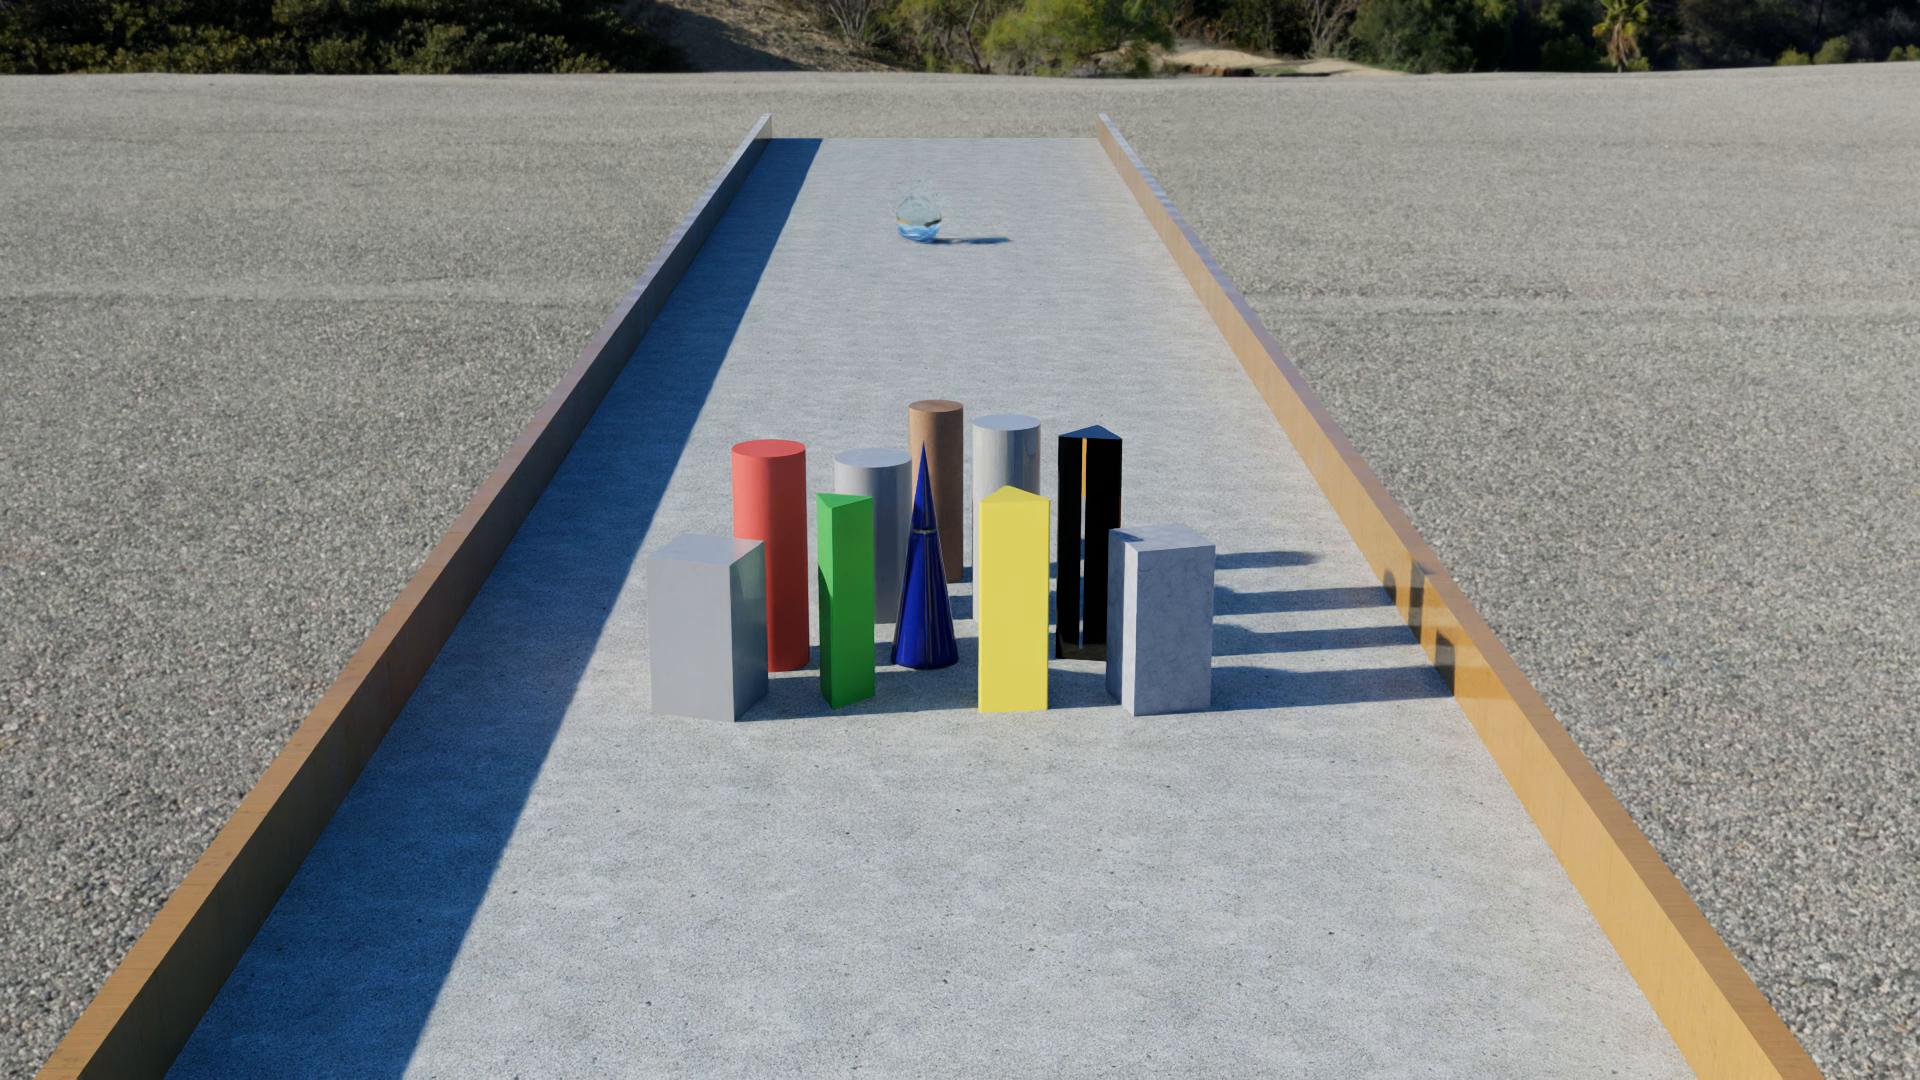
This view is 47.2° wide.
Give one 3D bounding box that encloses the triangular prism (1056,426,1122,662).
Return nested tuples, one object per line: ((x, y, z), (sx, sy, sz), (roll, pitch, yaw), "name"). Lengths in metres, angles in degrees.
((0.264, 0.006, 4.402), (0.124, 0.459, 0.107), (3, 17, 11), "triangular prism")

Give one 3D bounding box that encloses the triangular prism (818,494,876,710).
((-0.234, 0.110, 4.162), (0.094, 0.395, 0.108), (16, 23, 42), "triangular prism")

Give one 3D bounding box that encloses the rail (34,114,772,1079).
((-1.118, -0.838, 7.780), (0.050, 0.150, 12.000), (0, 17, -1), "rail")

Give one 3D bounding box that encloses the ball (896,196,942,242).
((-0.179, -1.397, 9.571), (0.202, 0.202, 0.202), (0, 17, 0), "ball")

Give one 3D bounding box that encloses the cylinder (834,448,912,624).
((-0.182, -0.009, 4.660), (0.164, 0.341, 0.164), (0, 17, 0), "cylinder")

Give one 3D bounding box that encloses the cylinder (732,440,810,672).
((-0.374, 0.031, 4.354), (0.144, 0.439, 0.144), (0, 17, 0), "cylinder")

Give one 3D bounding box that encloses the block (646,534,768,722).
((-0.474, 0.163, 4.143), (0.168, 0.305, 0.168), (5, 17, 17), "block")

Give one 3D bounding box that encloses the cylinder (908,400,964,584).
((-0.053, -0.107, 4.896), (0.121, 0.393, 0.121), (0, 17, 0), "cylinder")

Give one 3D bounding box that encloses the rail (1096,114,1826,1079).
((0.932, -0.844, 7.801), (0.050, 0.150, 12.000), (0, 17, -1), "rail")

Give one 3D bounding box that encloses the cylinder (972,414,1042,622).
((0.097, -0.041, 4.619), (0.143, 0.425, 0.143), (0, 17, 0), "cylinder")

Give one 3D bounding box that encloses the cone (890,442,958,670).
((-0.071, 0.021, 4.358), (0.138, 0.455, 0.138), (0, 17, 0), "cone")

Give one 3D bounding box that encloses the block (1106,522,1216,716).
((0.377, 0.149, 4.159), (0.153, 0.323, 0.153), (-5, 17, -16), "block")

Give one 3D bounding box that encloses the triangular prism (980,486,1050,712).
((0.095, 0.110, 4.140), (0.129, 0.409, 0.112), (-2, 17, -6), "triangular prism")
